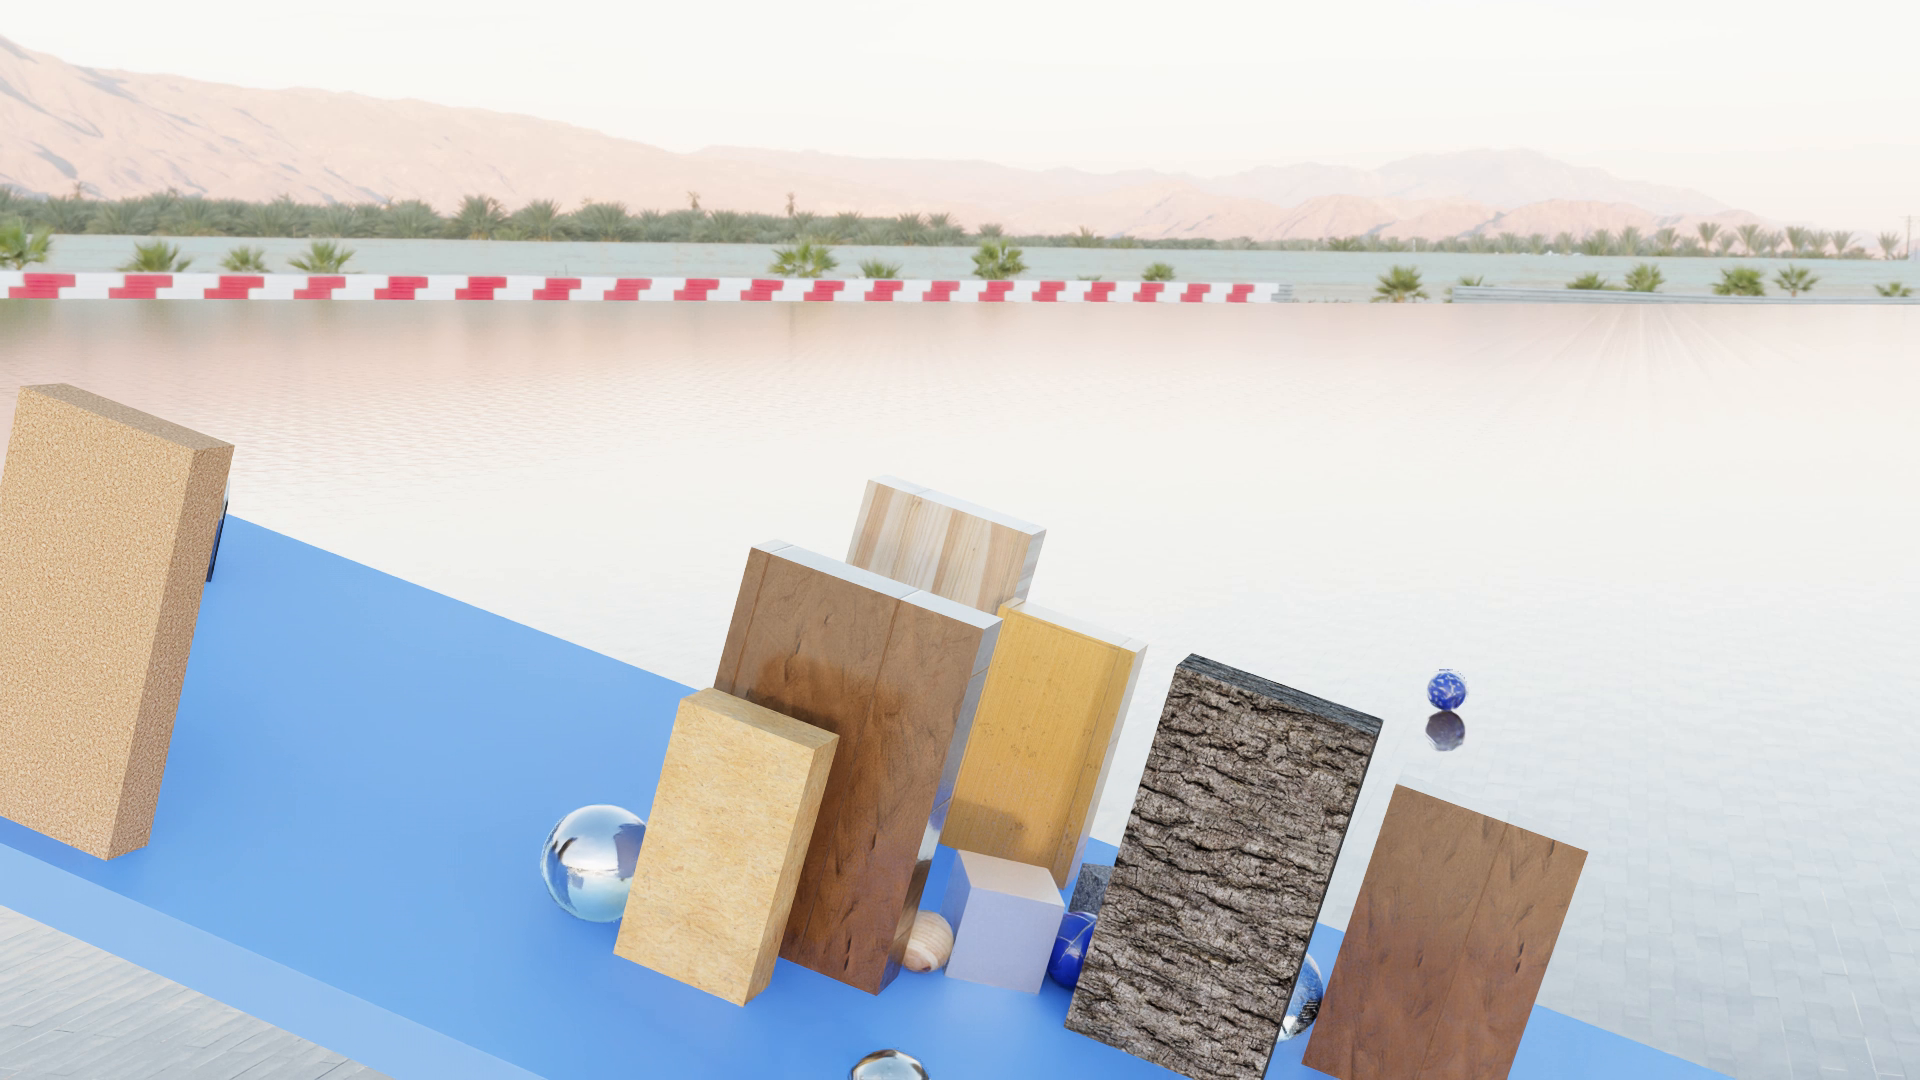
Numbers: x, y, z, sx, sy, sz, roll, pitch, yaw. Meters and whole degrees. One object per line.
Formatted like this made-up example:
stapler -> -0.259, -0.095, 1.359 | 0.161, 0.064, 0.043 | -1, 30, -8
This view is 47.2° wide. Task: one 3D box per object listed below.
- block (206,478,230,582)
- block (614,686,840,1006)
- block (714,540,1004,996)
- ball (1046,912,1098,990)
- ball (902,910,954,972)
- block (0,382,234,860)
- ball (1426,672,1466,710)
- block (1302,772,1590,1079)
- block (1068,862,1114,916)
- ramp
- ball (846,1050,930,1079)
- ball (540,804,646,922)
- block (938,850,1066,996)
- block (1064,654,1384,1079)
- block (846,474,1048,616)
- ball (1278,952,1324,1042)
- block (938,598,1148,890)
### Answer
block -> -1.825, -0.043, 5.119 | 0.201, 0.201, 0.201 | 12, 12, -20
block -> -0.397, 0.518, 3.731 | 0.248, 0.468, 0.118 | 19, 12, 14
block -> -0.239, 0.402, 3.927 | 0.445, 0.694, 0.119 | 19, 12, 14
ball -> 0.226, 0.777, 4.164 | 0.147, 0.147, 0.147 | 0, 7, 0
ball -> -0.068, 0.736, 4.036 | 0.114, 0.114, 0.114 | 0, 7, 0
block -> -1.423, 0.131, 3.577 | 0.334, 0.700, 0.105 | 19, 12, 14
ball -> 2.069, 0.643, 9.352 | 0.167, 0.167, 0.167 | 0, 7, 0
block -> 0.894, 0.764, 4.067 | 0.356, 0.572, 0.090 | 19, 12, 14
block -> 0.323, 0.755, 4.370 | 0.159, 0.159, 0.159 | 11, 13, -25
ramp -> -0.372, 0.721, 4.236 | 4.000, 0.100, 2.000 | 19, 12, 14
ball -> -0.110, 0.851, 3.370 | 0.137, 0.137, 0.137 | 0, 7, 0
ball -> -0.629, 0.565, 3.849 | 0.206, 0.206, 0.206 | 0, 7, 0
block -> 0.071, 0.718, 4.140 | 0.182, 0.182, 0.182 | 14, 12, -11
block -> 0.468, 0.600, 3.932 | 0.361, 0.704, 0.139 | 19, 12, 14
block -> -0.097, 0.240, 4.939 | 0.391, 0.679, 0.131 | 19, 12, 14
ball -> 0.591, 0.854, 4.175 | 0.196, 0.196, 0.196 | 0, 7, 0
block -> 0.169, 0.435, 4.716 | 0.308, 0.543, 0.118 | 19, 12, 14
